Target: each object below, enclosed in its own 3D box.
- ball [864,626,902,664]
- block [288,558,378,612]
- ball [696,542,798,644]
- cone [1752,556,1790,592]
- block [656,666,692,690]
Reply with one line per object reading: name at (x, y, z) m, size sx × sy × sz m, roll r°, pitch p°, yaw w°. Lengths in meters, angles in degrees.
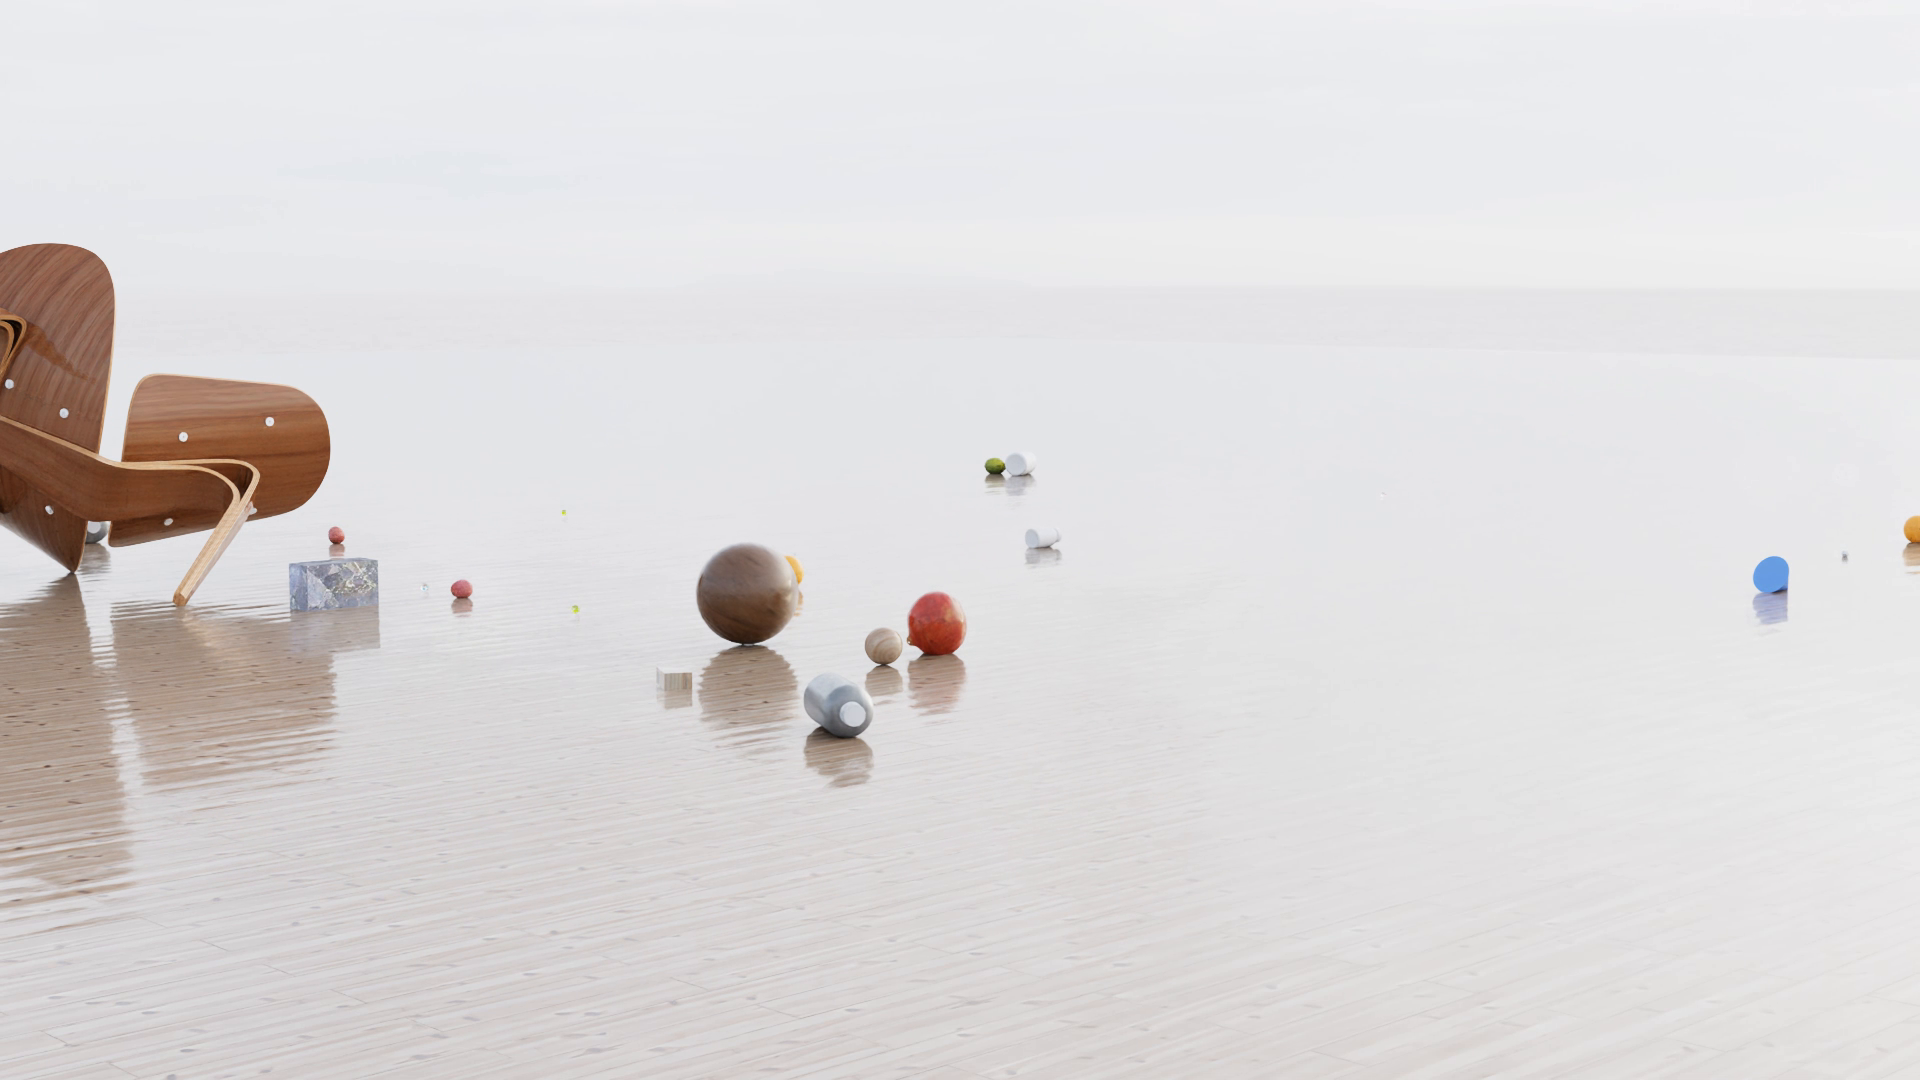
ball at (-0.130, 0.179, 4.353) m, size 0.065 × 0.065 × 0.065 m, roll 0°, pitch 6°, yaw 0°
block at (-1.250, 0.088, 5.122) m, size 0.159 × 0.090 × 0.071 m, roll -6°, pitch 8°, yaw -43°
ball at (-0.381, 0.095, 4.592) m, size 0.185 × 0.185 × 0.185 m, roll 0°, pitch 6°, yaw 0°
cone at (1.719, 0.088, 5.381) m, size 0.080 × 0.084 × 0.079 m, roll -5°, pitch -27°, yaw 44°
block at (-0.460, 0.222, 4.129) m, size 0.045 × 0.027 × 0.076 m, roll -2°, pitch 6°, yaw -16°
